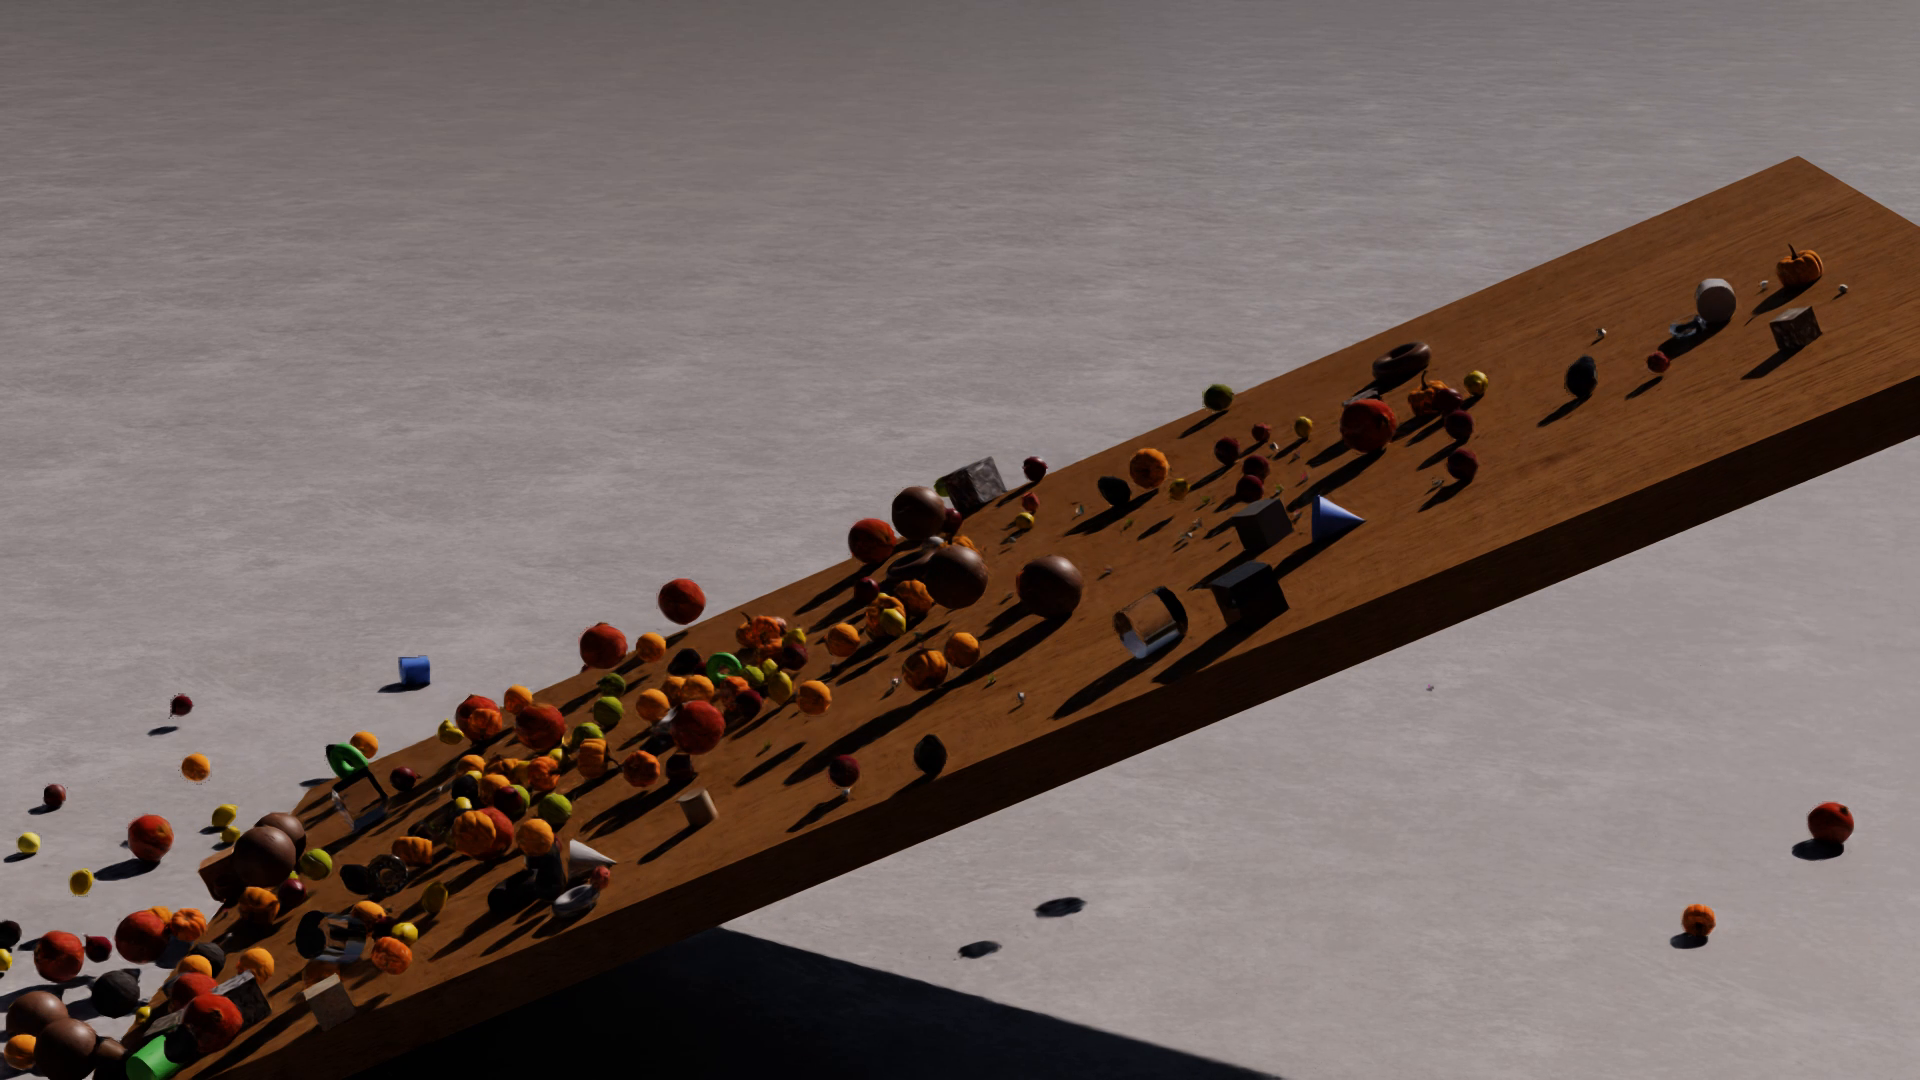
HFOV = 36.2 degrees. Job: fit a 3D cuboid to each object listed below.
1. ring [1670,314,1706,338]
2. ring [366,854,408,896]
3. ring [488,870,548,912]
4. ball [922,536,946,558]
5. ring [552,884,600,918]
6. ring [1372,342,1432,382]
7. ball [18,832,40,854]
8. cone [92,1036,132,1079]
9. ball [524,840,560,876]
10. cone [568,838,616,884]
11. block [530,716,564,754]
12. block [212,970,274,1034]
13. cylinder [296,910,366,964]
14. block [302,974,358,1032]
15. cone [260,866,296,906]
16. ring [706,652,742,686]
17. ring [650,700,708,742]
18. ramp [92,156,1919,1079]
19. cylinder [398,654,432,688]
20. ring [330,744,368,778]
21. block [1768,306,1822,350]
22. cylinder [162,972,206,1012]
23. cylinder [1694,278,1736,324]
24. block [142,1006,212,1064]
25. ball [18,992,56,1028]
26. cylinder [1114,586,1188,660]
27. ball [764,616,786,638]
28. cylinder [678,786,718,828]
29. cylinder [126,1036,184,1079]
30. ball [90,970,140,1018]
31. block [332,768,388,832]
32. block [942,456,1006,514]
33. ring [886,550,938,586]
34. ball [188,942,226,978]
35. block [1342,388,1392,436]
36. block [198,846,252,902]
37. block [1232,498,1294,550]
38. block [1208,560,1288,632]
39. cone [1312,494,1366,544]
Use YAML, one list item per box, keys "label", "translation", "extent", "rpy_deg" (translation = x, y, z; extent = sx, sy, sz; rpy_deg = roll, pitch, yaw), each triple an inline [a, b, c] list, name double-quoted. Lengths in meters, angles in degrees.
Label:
- label: "ring"
  translation: [1.467, -0.431, 5.924]
  extent: [0.078, 0.026, 0.078]
  rpy_deg: [-21, 17, 7]
- label: "ring"
  translation: [-1.174, 0.687, 6.027]
  extent: [0.087, 0.087, 0.029]
  rpy_deg: [-5, 0, -17]
- label: "ring"
  translation: [-0.865, 0.686, 5.753]
  extent: [0.125, 0.042, 0.125]
  rpy_deg: [-22, 13, 6]
- label: "ball"
  translation: [-0.061, 0.018, 6.901]
  extent: [0.056, 0.056, 0.056]
  rpy_deg: [0, 15, 0]
- label: "ring"
  translation: [-0.722, 0.680, 5.531]
  extent: [0.096, 0.032, 0.096]
  rpy_deg: [-22, 13, 5]
- label: "ring"
  translation: [0.996, -0.402, 6.638]
  extent: [0.144, 0.048, 0.144]
  rpy_deg: [-25, 13, 6]
- label: "ball"
  translation: [-2.321, 0.756, 7.334]
  extent: [0.055, 0.055, 0.055]
  rpy_deg: [0, 15, 0]
- label: "cone"
  translation: [-1.637, 1.033, 5.788]
  extent: [0.098, 0.098, 0.098]
  rpy_deg: [6, 16, 10]
- label: "ball"
  translation: [-0.827, 0.629, 5.821]
  extent: [0.072, 0.072, 0.072]
  rpy_deg: [0, 15, 0]
- label: "cone"
  translation: [-0.711, 0.625, 5.711]
  extent: [0.089, 0.089, 0.089]
  rpy_deg: [2, 15, -2]
- label: "block"
  translation: [-0.959, 0.453, 6.825]
  extent: [0.056, 0.056, 0.056]
  rpy_deg: [-24, 13, 2]
- label: "block"
  translation: [-1.413, 0.908, 5.787]
  extent: [0.083, 0.083, 0.083]
  rpy_deg: [-29, 13, -17]
- label: "cylinder"
  translation: [-1.226, 0.775, 5.732]
  extent: [0.095, 0.095, 0.095]
  rpy_deg: [12, -5, 38]
- label: "block"
  translation: [-1.186, 0.871, 5.539]
  extent: [0.071, 0.071, 0.071]
  rpy_deg: [-28, 13, -14]
- label: "cone"
  translation: [-1.502, 0.756, 6.500]
  extent: [0.079, 0.079, 0.079]
  rpy_deg: [11, 13, -3]
- label: "ring"
  translation: [-0.530, 0.292, 6.605]
  extent: [0.082, 0.082, 0.027]
  rpy_deg: [3, 21, 11]
- label: "ring"
  translation: [-0.613, 0.396, 6.434]
  extent: [0.137, 0.046, 0.137]
  rpy_deg: [-24, 12, 6]
- label: "ramp"
  translation: [0.132, 0.170, 6.284]
  extent: [4.000, 0.100, 2.000]
  rpy_deg: [-23, 13, 8]
- label: "cylinder"
  translation: [-1.603, 0.386, 8.656]
  extent: [0.077, 0.077, 0.077]
  rpy_deg: [-21, 22, -21]
- label: "ring"
  translation: [-1.501, 0.548, 7.223]
  extent: [0.109, 0.109, 0.036]
  rpy_deg: [9, 36, 29]
- label: "block"
  translation: [1.569, -0.397, 5.526]
  extent: [0.058, 0.058, 0.058]
  rpy_deg: [-32, 14, -27]
- label: "cylinder"
  translation: [-1.600, 0.935, 6.063]
  extent: [0.066, 0.066, 0.066]
  rpy_deg: [-24, 13, 6]
- label: "cylinder"
  translation: [1.519, -0.482, 5.914]
  extent: [0.077, 0.077, 0.077]
  rpy_deg: [3, 19, 10]
- label: "block"
  translation: [-1.528, 0.974, 5.738]
  extent: [0.082, 0.082, 0.082]
  rpy_deg: [-22, 13, 11]
- label: "ball"
  translation: [-1.989, 1.013, 6.341]
  extent: [0.079, 0.079, 0.079]
  rpy_deg: [0, 15, 0]
- label: "cylinder"
  translation: [0.356, 0.154, 5.476]
  extent: [0.100, 0.100, 0.100]
  rpy_deg: [-30, 27, -21]
- label: "ball"
  translation: [-0.428, 0.204, 6.838]
  extent: [0.051, 0.051, 0.051]
  rpy_deg: [0, 15, 0]
- label: "cylinder"
  translation: [-0.508, 0.520, 5.712]
  extent: [0.059, 0.059, 0.059]
  rpy_deg: [-24, 13, 6]
- label: "cylinder"
  translation: [-1.547, 1.006, 5.650]
  extent: [0.077, 0.077, 0.077]
  rpy_deg: [8, 28, 28]
- label: "ball"
  translation: [-1.791, 0.963, 6.236]
  extent: [0.099, 0.099, 0.099]
  rpy_deg: [0, 15, 0]
- label: "block"
  translation: [-1.401, 0.606, 6.871]
  extent: [0.092, 0.092, 0.092]
  rpy_deg: [-31, 71, -24]
- label: "block"
  translation: [0.035, -0.136, 7.258]
  extent: [0.096, 0.096, 0.096]
  rpy_deg: [-27, 5, -42]
- label: "ring"
  translation: [-0.110, 0.064, 6.834]
  extent: [0.134, 0.045, 0.134]
  rpy_deg: [-23, 14, 6]
- label: "ball"
  translation: [-1.593, 0.888, 6.216]
  extent: [0.077, 0.077, 0.077]
  rpy_deg: [0, 15, 0]
- label: "block"
  translation: [0.872, -0.275, 6.307]
  extent: [0.069, 0.069, 0.069]
  rpy_deg: [-26, 13, -4]
- label: "block"
  translation: [-1.717, 0.778, 6.871]
  extent: [0.085, 0.085, 0.085]
  rpy_deg: [-26, 13, -4]
- label: "block"
  translation: [0.599, -0.031, 5.828]
  extent: [0.074, 0.074, 0.074]
  rpy_deg: [-33, 15, -32]
- label: "block"
  translation: [0.529, 0.102, 5.386]
  extent: [0.091, 0.091, 0.091]
  rpy_deg: [-28, 13, -15]
- label: "cone"
  translation: [0.735, -0.038, 5.670]
  extent: [0.098, 0.098, 0.098]
  rpy_deg: [2, 15, -3]
